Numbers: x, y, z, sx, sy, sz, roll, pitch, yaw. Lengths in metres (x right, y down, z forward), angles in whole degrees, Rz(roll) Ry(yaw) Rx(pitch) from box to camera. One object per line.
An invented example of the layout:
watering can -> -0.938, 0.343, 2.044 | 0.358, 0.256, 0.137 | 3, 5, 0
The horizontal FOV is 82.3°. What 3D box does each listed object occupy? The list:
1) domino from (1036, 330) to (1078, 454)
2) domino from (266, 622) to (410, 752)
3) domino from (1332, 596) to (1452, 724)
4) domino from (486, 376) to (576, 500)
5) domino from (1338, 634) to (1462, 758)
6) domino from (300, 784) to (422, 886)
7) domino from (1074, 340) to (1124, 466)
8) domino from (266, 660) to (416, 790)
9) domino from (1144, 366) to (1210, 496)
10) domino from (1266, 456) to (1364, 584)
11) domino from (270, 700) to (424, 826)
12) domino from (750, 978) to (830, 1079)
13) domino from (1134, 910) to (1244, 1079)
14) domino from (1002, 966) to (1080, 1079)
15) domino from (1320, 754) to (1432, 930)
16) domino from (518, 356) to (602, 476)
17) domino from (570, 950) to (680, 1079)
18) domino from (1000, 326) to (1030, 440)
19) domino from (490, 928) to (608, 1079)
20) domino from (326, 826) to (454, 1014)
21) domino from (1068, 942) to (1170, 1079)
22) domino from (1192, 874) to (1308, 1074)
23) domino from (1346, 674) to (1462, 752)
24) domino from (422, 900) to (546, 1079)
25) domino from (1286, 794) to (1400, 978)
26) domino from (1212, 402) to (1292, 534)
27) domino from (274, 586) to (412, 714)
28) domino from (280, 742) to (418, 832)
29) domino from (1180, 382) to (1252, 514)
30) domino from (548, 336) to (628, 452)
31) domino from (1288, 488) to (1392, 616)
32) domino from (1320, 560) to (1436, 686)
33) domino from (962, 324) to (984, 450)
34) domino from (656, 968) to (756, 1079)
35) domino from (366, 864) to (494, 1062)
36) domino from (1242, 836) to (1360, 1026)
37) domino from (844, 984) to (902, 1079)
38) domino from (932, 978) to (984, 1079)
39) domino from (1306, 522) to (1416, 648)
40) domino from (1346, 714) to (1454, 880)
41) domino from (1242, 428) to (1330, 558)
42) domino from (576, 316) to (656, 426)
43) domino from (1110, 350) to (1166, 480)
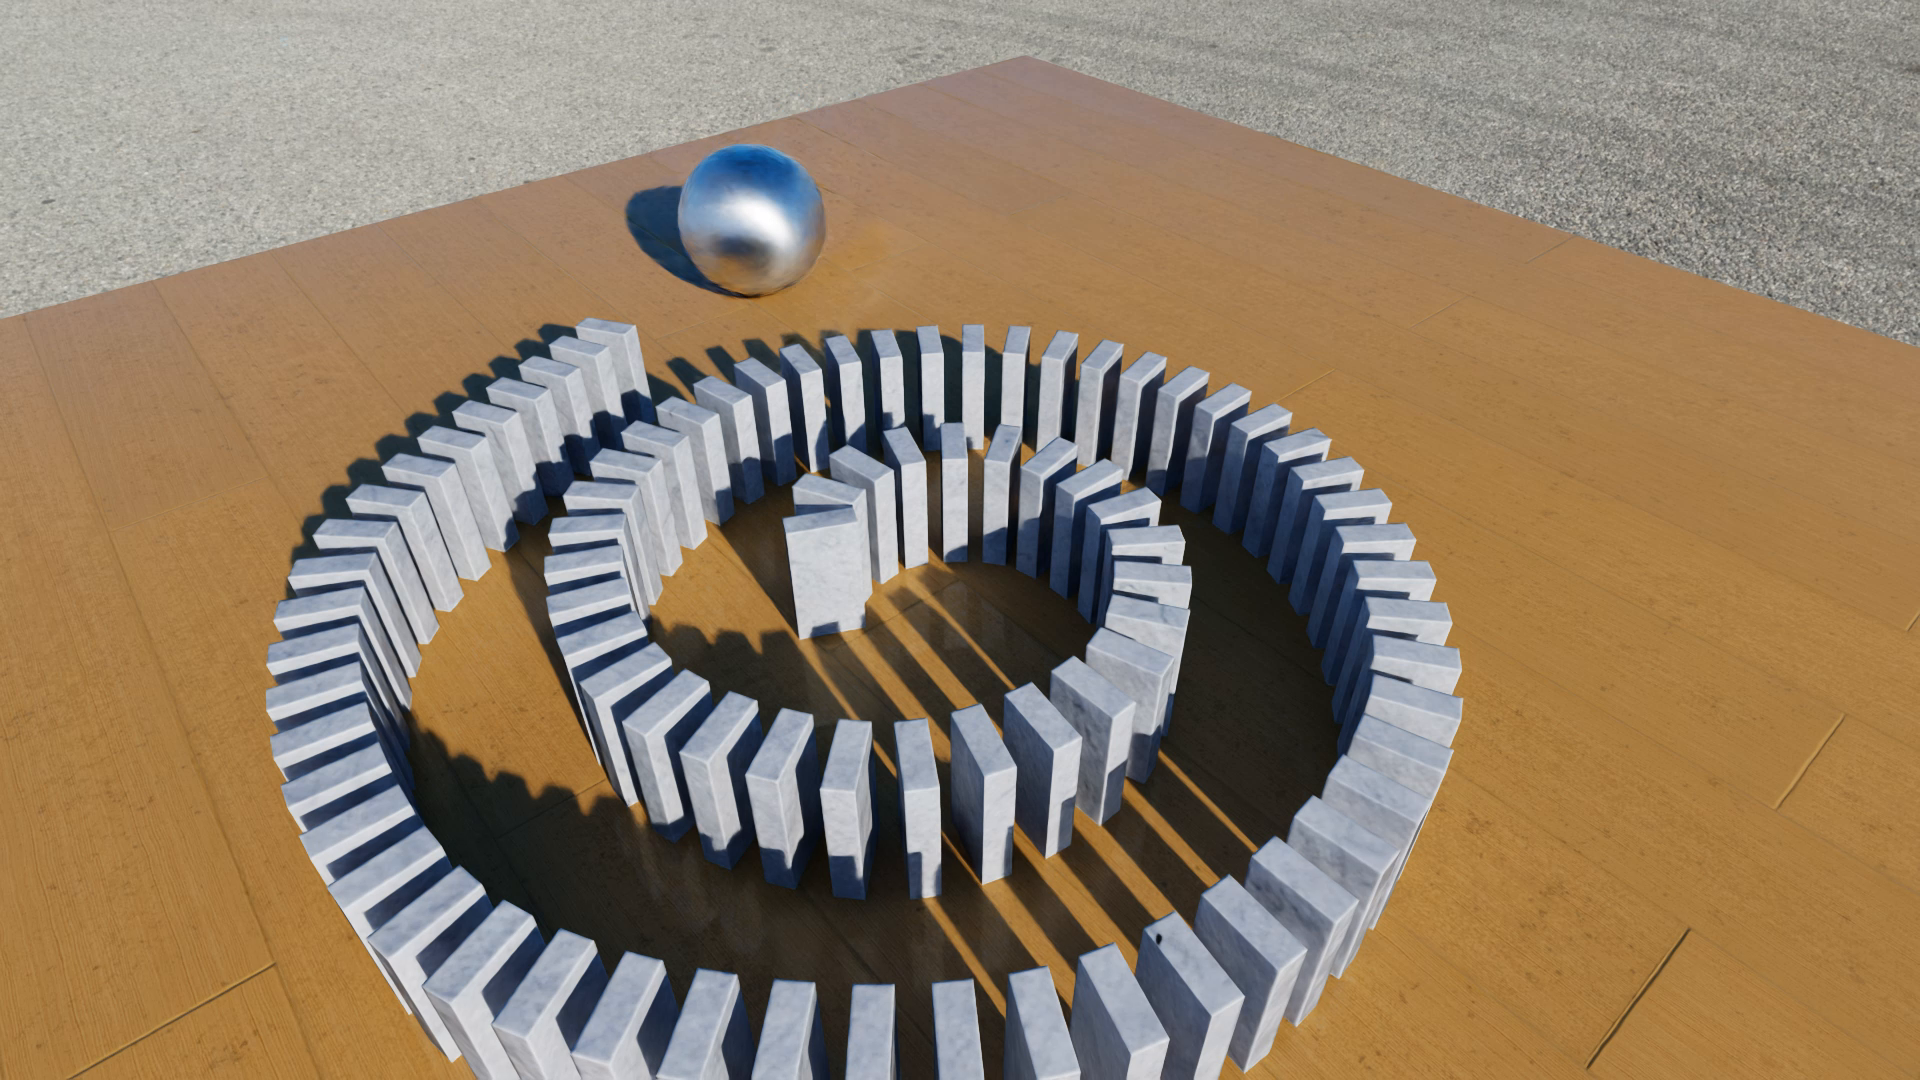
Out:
domino -> 0.043, -0.065, 0.491 | 0.009, 0.050, 0.025 | 13, 41, 16
domino -> -0.196, 0.051, 0.350 | 0.025, 0.050, 0.009 | -15, 42, -17
domino -> 0.141, 0.041, 0.361 | 0.025, 0.050, 0.010 | 4, 40, 5
domino -> -0.180, -0.042, 0.463 | 0.025, 0.050, 0.009 | 15, 42, 18
domino -> 0.137, 0.053, 0.347 | 0.025, 0.050, 0.009 | 9, 40, 11
domino -> -0.156, 0.092, 0.300 | 0.025, 0.050, 0.009 | -29, 47, -31
domino -> 0.061, -0.060, 0.485 | 0.009, 0.050, 0.025 | 19, 43, 22
domino -> -0.188, 0.062, 0.336 | 0.025, 0.050, 0.010 | -18, 43, -21
domino -> 0.092, -0.046, 0.468 | 0.009, 0.050, 0.025 | 28, 47, 30
domino -> 0.135, -0.007, 0.420 | 0.025, 0.050, 0.009 | -11, 41, -13
domino -> -0.179, 0.072, 0.323 | 0.025, 0.050, 0.009 | -22, 44, -24
domino -> -0.039, 0.127, 0.256 | 0.009, 0.050, 0.025 | 3, 39, 4
domino -> 0.054, 0.116, 0.269 | 0.009, 0.050, 0.025 | -20, 43, -22
domino -> 0.018, 0.125, 0.258 | 0.010, 0.050, 0.025 | -8, 40, -10
domino -> 0.111, 0.085, 0.308 | 0.025, 0.050, 0.010 | 27, 46, 29
domino -> -0.172, -0.053, 0.477 | 0.025, 0.050, 0.009 | 16, 42, 18
domino -> -0.076, 0.123, 0.261 | 0.009, 0.050, 0.025 | 9, 40, 11
domino -> 0.025, -0.068, 0.494 | 0.009, 0.050, 0.025 | 5, 40, 7
domino -> -0.095, 0.120, 0.266 | 0.009, 0.050, 0.025 | 13, 41, 16
domino -> -0.143, 0.100, 0.289 | 0.009, 0.050, 0.025 | 31, 48, 32
domino -> 0.037, 0.122, 0.263 | 0.009, 0.050, 0.025 | -14, 41, -17
domino -> 0.070, 0.110, 0.277 | 0.009, 0.050, 0.025 | -24, 45, -27
domino -> 0.131, 0.065, 0.333 | 0.025, 0.050, 0.010 | 15, 42, 18
domino -> -0.112, 0.115, 0.272 | 0.010, 0.050, 0.025 | 18, 43, 21
domino -> 0.099, 0.094, 0.297 | 0.025, 0.050, 0.010 | 32, 49, 33
domino -> 0.118, -0.028, 0.446 | 0.025, 0.050, 0.009 | -25, 45, -27
domino -> -0.203, 0.039, 0.364 | 0.025, 0.050, 0.009 | -10, 40, -12
domino -> -0.168, 0.082, 0.311 | 0.025, 0.050, 0.009 | -25, 46, -27
domino -> 0.106, -0.038, 0.458 | 0.025, 0.050, 0.009 | -31, 48, -32
domino -> -0.164, -0.065, 0.490 | 0.025, 0.050, 0.009 | 15, 42, 18
domino -> 0.139, 0.005, 0.405 | 0.025, 0.050, 0.009 | -6, 40, -8
domino -> 0.142, 0.029, 0.376 | 0.025, 0.050, 0.010 | 1, 39, 1
domino -> 0.006, -0.069, 0.495 | 0.009, 0.050, 0.025 | 0, 39, 0
domino -> -0.058, 0.126, 0.258 | 0.010, 0.050, 0.025 | 6, 40, 8
domino -> -0.128, 0.108, 0.279 | 0.009, 0.050, 0.025 | 25, 46, 27
domino -> 0.085, 0.102, 0.286 | 0.010, 0.050, 0.025 | -29, 47, -30
domino -> -0.020, 0.128, 0.255 | 0.010, 0.050, 0.025 | 0, 39, 0
domino -> -0.001, 0.127, 0.256 | 0.009, 0.050, 0.025 | -3, 39, -4
domino -> 0.142, 0.017, 0.391 | 0.025, 0.050, 0.010 | -3, 39, -3
domino -> 0.122, 0.075, 0.320 | 0.025, 0.050, 0.009 | 22, 44, 24
domino -> 0.128, -0.018, 0.434 | 0.025, 0.050, 0.010 | -17, 42, -20
domino -> -0.157, -0.076, 0.504 | 0.025, 0.050, 0.009 | 12, 41, 14
domino -> 0.077, -0.053, 0.477 | 0.010, 0.050, 0.025 | 24, 45, 26
